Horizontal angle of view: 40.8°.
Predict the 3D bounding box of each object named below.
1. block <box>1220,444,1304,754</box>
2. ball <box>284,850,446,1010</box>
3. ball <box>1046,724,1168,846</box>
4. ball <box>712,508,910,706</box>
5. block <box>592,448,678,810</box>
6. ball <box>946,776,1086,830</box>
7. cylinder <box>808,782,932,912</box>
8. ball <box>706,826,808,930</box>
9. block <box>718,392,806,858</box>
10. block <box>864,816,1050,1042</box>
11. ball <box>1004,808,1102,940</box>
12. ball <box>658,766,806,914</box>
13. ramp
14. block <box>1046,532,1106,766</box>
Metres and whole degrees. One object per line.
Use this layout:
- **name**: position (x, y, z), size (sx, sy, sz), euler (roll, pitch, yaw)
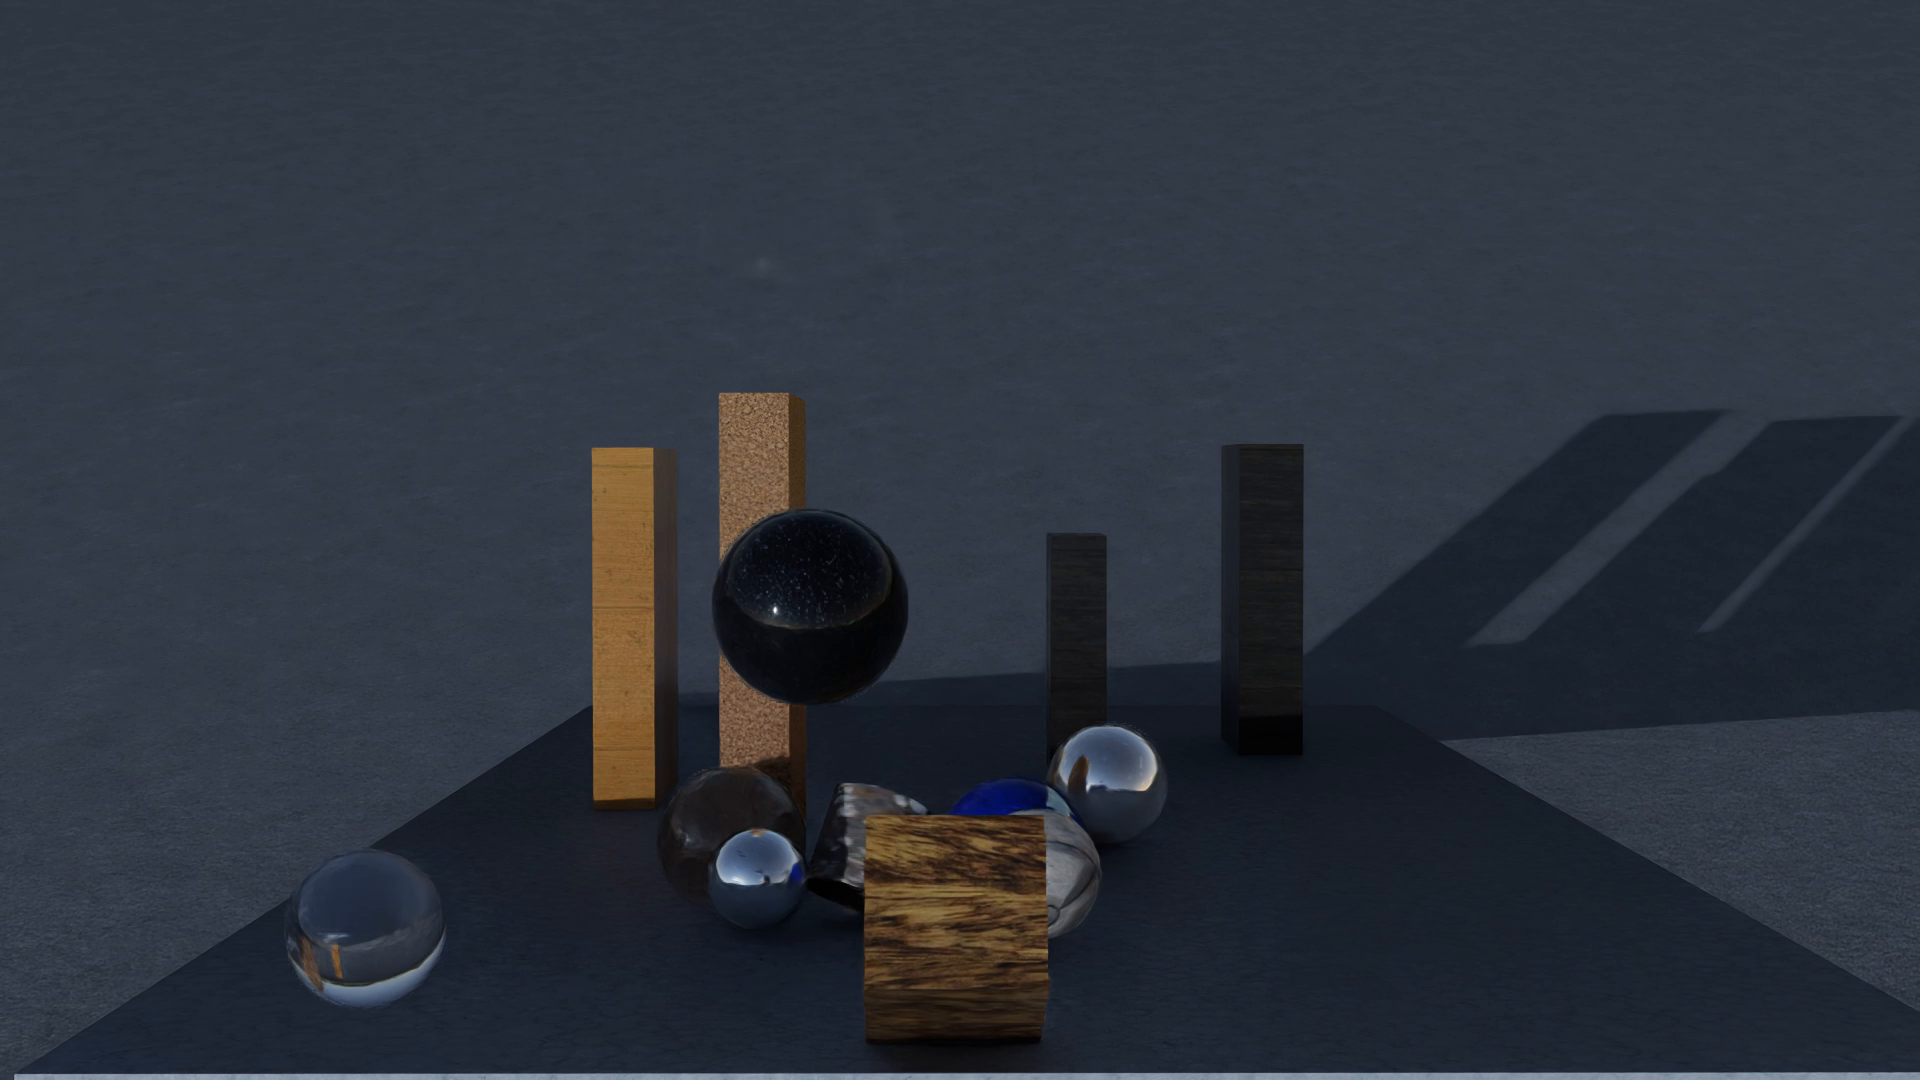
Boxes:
- **block**: position (0.653, 0.121, 5.599), size (0.135, 0.654, 0.364), euler (0, 2, 0)
- **ball**: position (-0.662, 0.434, 2.874), size (0.177, 0.177, 0.177), euler (0, 26, 0)
- **ball**: position (0.235, 0.390, 4.120), size (0.195, 0.195, 0.195), euler (0, 26, 0)
- **ball**: position (-0.139, 0.062, 2.396), size (0.184, 0.184, 0.184), euler (0, 26, 0)
- **block**: position (-0.595, 0.152, 4.748), size (0.109, 0.639, 0.386), euler (0, 2, 0)
- **ball**: position (0.070, 0.408, 3.378), size (0.199, 0.199, 0.199), euler (0, 26, 0)
- **cylinder**: position (-0.122, 0.414, 3.445), size (0.137, 0.137, 0.137), euler (10, 67, 20)
- **ball**: position (-0.261, 0.436, 3.328), size (0.131, 0.131, 0.131), euler (0, 26, 0)
- **block**: position (-0.285, 0.144, 3.779), size (0.097, 0.706, 0.404), euler (0, 2, 0)
- **block**: position (-0.006, 0.403, 2.665), size (0.182, 0.182, 0.182), euler (0, 63, -1)
- **ball**: position (0.093, 0.414, 3.196), size (0.164, 0.164, 0.164), euler (0, 26, 0)
- **ball**: position (-0.307, 0.405, 3.485), size (0.200, 0.200, 0.200), euler (0, 26, 0)
- **ramp**: position (0.058, 0.526, 4.564), size (2.000, 0.100, 4.000), euler (0, 2, 0)
- **block**: position (0.232, 0.224, 5.172), size (0.109, 0.471, 0.255), euler (0, 2, 0)
